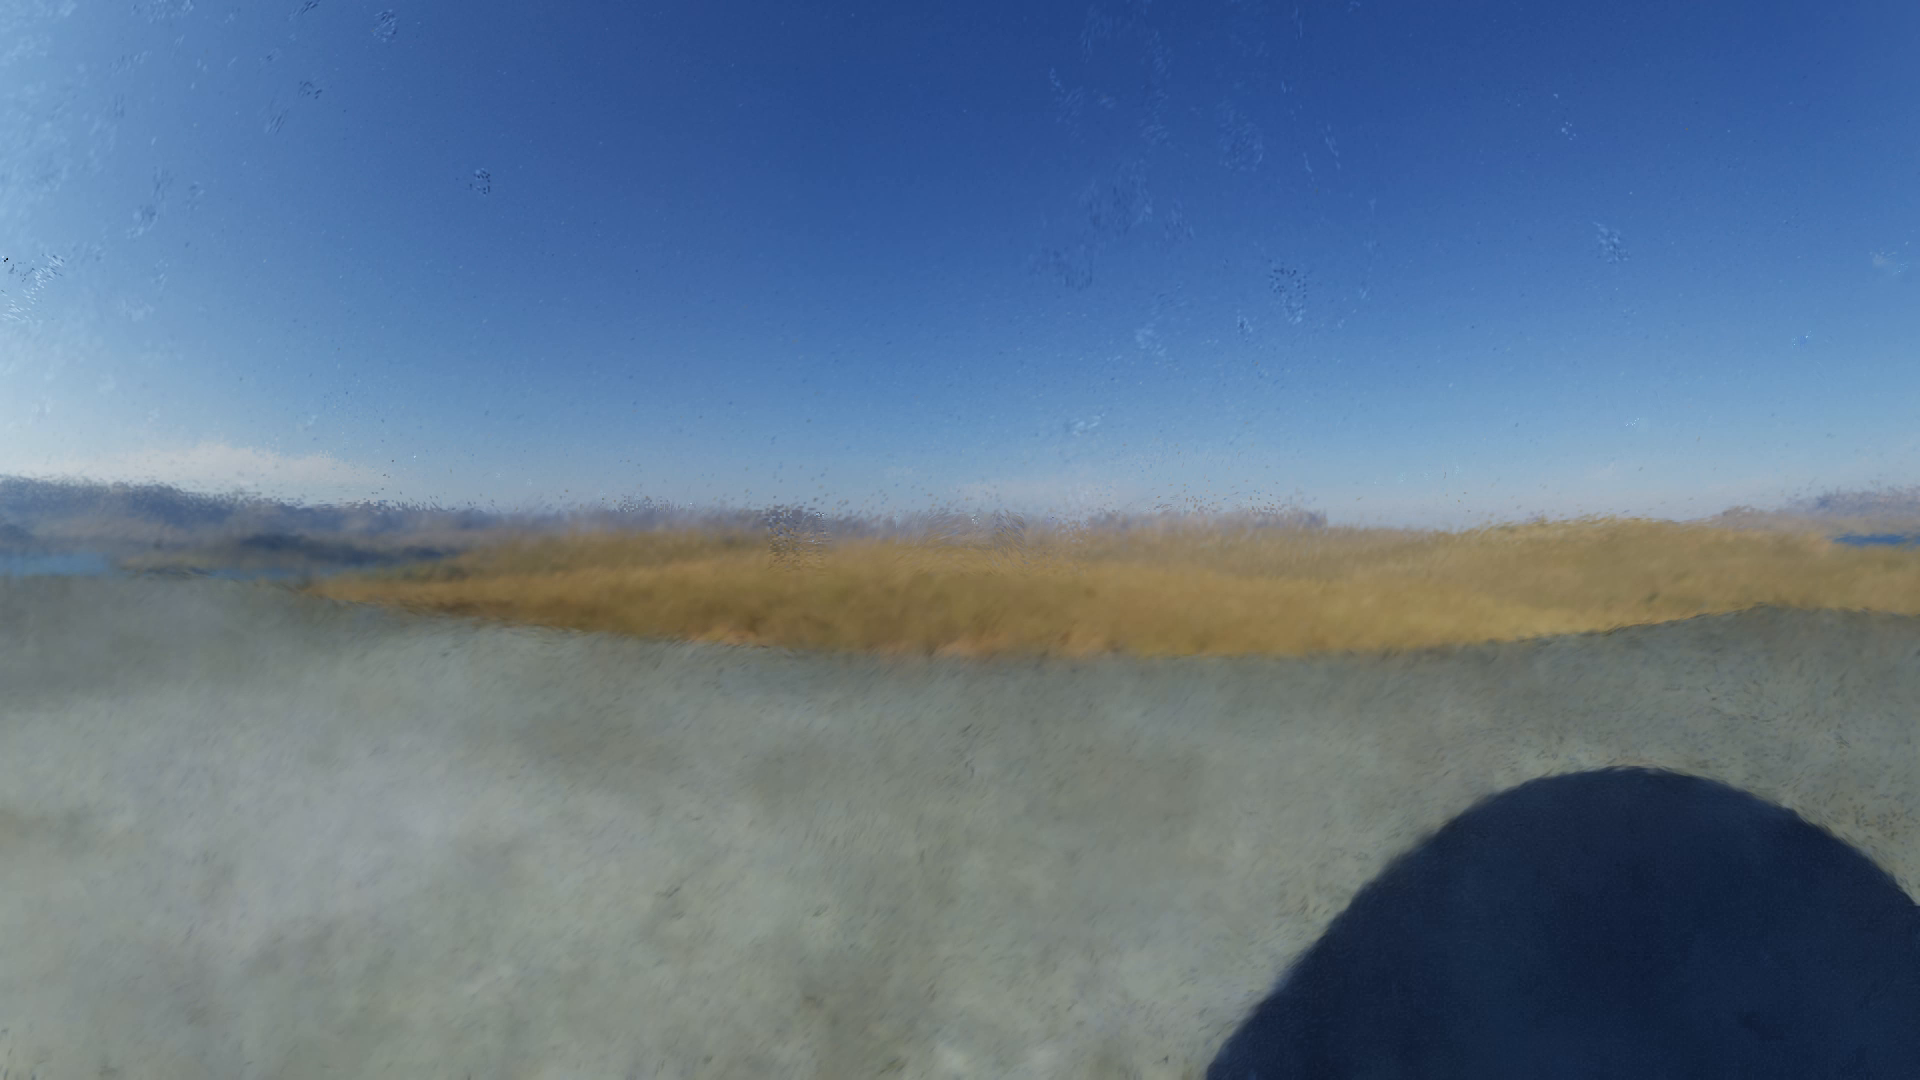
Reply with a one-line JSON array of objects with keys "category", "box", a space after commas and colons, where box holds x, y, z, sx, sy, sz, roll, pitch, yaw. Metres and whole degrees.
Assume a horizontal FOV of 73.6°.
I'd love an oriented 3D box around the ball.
[{"category": "ball", "box": [0.000, -0.002, 0.056, 0.080, 0.080, 0.080, 0, 4, 0]}]
